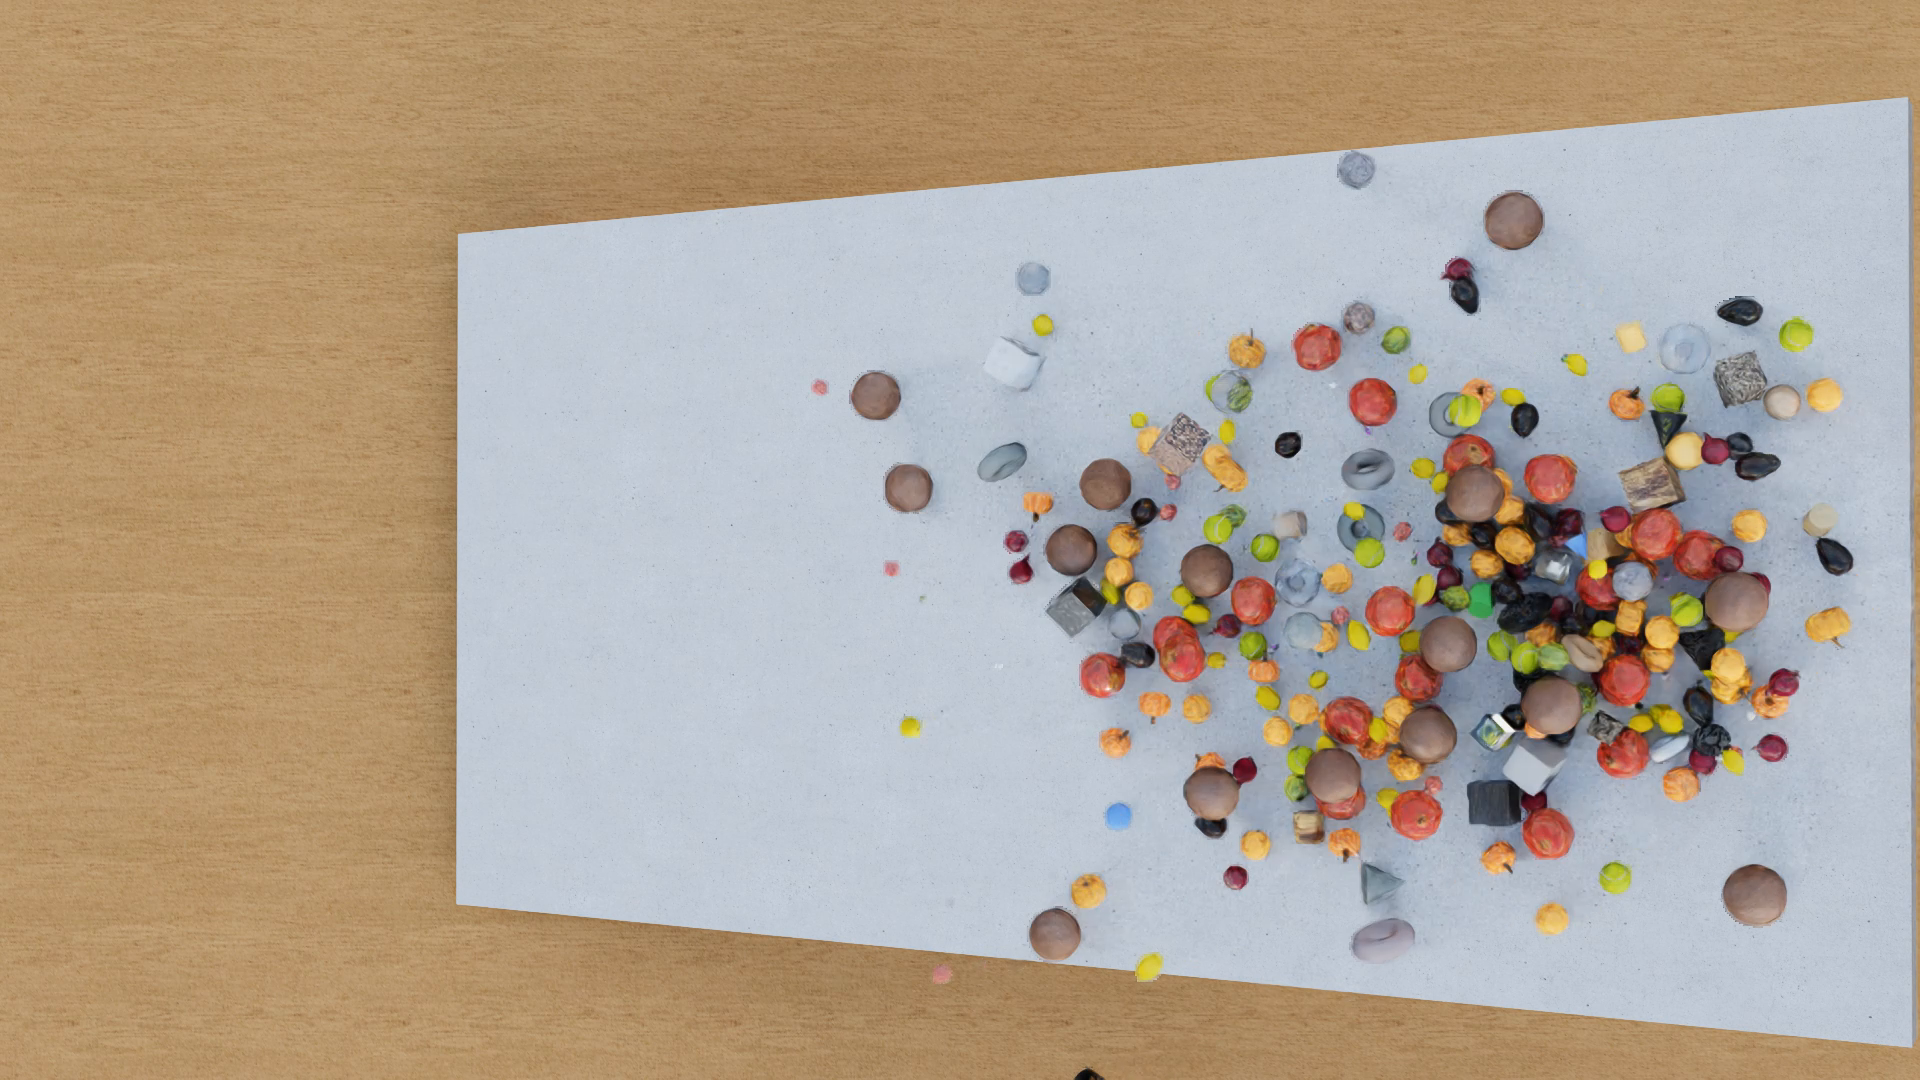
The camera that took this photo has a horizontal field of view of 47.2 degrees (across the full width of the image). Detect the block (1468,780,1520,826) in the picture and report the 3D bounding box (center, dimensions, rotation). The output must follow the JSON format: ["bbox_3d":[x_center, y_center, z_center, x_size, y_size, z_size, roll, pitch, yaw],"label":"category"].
[{"bbox_3d":[1.215,0.598,5.003,0.093,0.093,0.093,-2,88,29],"label":"block"}]

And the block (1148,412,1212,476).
[{"bbox_3d":[0.506,-0.219,5.061,0.091,0.091,0.091,37,63,-4],"label":"block"}]

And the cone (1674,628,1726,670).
[{"bbox_3d":[1.590,0.222,4.779,0.098,0.098,0.098,-16,117,-34],"label":"cone"}]

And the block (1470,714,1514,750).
[{"bbox_3d":[1.179,0.426,4.874,0.056,0.056,0.056,49,117,28],"label":"block"}]

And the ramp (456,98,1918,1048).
[{"bbox_3d":[0.273,0.076,5.639,4.000,0.100,2.000,0,89,29],"label":"ramp"}]

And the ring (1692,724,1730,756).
[{"bbox_3d":[1.632,0.435,4.775,0.079,0.026,0.079,-15,49,18],"label":"ring"}]

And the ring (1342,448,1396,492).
[{"bbox_3d":[0.952,-0.164,5.133,0.126,0.126,0.042,-21,130,0],"label":"ring"}]

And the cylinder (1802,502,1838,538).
[{"bbox_3d":[1.829,-0.042,4.677,0.059,0.059,0.059,-1,72,5],"label":"cylinder"}]

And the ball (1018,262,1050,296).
[{"bbox_3d":[0.187,-0.665,5.590,0.083,0.083,0.083,0,89,0],"label":"ball"}]

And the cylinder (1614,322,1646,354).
[{"bbox_3d":[1.475,-0.446,4.837,0.052,0.052,0.052,-29,102,0],"label":"cylinder"}]

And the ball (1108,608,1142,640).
[{"bbox_3d":[0.409,0.209,5.459,0.081,0.081,0.081,0,89,0],"label":"ball"}]

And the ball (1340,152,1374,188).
[{"bbox_3d":[0.934,-0.871,5.179,0.081,0.081,0.081,0,89,0],"label":"ball"}]

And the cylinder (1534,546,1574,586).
[{"bbox_3d":[1.336,0.058,4.945,0.070,0.070,0.070,21,89,16],"label":"cylinder"}]

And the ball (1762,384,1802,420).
[{"bbox_3d":[1.763,-0.295,4.717,0.078,0.078,0.078,0,89,0],"label":"ball"}]

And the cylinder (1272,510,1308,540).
[{"bbox_3d":[0.789,-0.035,5.260,0.065,0.065,0.065,-10,89,30],"label":"cylinder"}]

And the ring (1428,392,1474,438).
[{"bbox_3d":[1.137,-0.289,5.087,0.109,0.036,0.109,-3,84,29],"label":"ring"}]

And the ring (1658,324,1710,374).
[{"bbox_3d":[1.593,-0.419,4.836,0.111,0.037,0.111,-1,88,28],"label":"ring"}]

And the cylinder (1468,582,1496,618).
[{"bbox_3d":[1.193,0.138,5.027,0.057,0.057,0.057,16,55,0],"label":"cylinder"}]

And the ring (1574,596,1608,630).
[{"bbox_3d":[1.416,0.163,4.934,0.075,0.025,0.075,-2,87,33],"label":"ring"}]

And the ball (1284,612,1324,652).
[{"bbox_3d":[0.797,0.212,5.101,0.091,0.091,0.091,0,89,0],"label":"ball"}]

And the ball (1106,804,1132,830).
[{"bbox_3d":[0.396,0.687,5.471,0.065,0.065,0.065,0,89,0],"label":"ball"}]

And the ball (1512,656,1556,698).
[{"bbox_3d":[1.295,0.309,4.959,0.096,0.096,0.096,0,89,0],"label":"ball"}]

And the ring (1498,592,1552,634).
[{"bbox_3d":[1.265,0.163,4.923,0.131,0.131,0.044,-34,101,0],"label":"ring"}]

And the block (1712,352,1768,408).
[{"bbox_3d":[1.680,-0.345,4.738,0.079,0.079,0.079,-14,65,3],"label":"block"}]

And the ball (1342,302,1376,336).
[{"bbox_3d":[0.939,-0.520,5.176,0.077,0.077,0.077,0,89,0],"label":"ball"}]

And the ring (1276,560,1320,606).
[{"bbox_3d":[0.808,0.102,5.265,0.112,0.037,0.112,1,91,30],"label":"ring"}]

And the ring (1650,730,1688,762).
[{"bbox_3d":[1.552,0.450,4.812,0.094,0.094,0.031,-36,89,0],"label":"ring"}]

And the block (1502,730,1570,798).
[{"bbox_3d":[1.293,0.503,4.947,0.090,0.090,0.090,40,130,23],"label":"block"}]

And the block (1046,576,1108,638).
[{"bbox_3d":[0.290,0.166,5.451,0.093,0.093,0.093,47,122,-4],"label":"block"}]

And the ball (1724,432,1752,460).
[{"bbox_3d":[1.687,-0.203,4.768,0.060,0.060,0.060,0,89,0],"label":"ball"}]

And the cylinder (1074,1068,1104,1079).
[{"bbox_3d":[0.353,1.458,5.800,0.091,0.091,0.091,-15,116,-34],"label":"cylinder"}]

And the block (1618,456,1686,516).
[{"bbox_3d":[1.523,-0.118,4.835,0.100,0.100,0.100,-23,79,27],"label":"block"}]

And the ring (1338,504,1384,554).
[{"bbox_3d":[0.946,-0.026,5.189,0.115,0.038,0.115,0,89,29],"label":"ring"}]

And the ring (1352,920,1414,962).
[{"bbox_3d":[0.982,0.929,5.097,0.150,0.150,0.050,-21,102,0],"label":"ring"}]

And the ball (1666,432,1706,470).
[{"bbox_3d":[1.584,-0.194,4.800,0.086,0.086,0.086,0,89,0],"label":"ball"}]

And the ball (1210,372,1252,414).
[{"bbox_3d":[0.650,-0.350,5.256,0.100,0.100,0.100,0,89,0],"label":"ball"}]

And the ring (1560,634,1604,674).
[{"bbox_3d":[1.366,0.249,4.829,0.106,0.106,0.035,33,122,0],"label":"ring"}]

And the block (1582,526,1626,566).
[{"bbox_3d":[1.420,0.013,4.878,0.068,0.068,0.068,-6,76,-43],"label":"block"}]

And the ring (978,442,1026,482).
[{"bbox_3d":[0.108,-0.197,5.596,0.139,0.139,0.046,-30,72,0],"label":"ring"}]

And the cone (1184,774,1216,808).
[{"bbox_3d":[0.564,0.621,5.360,0.087,0.087,0.087,5,98,32],"label":"cone"}]

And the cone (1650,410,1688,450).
[{"bbox_3d":[1.537,-0.235,4.788,0.083,0.083,0.083,8,94,0],"label":"cone"}]

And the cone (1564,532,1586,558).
[{"bbox_3d":[1.369,0.020,4.847,0.054,0.054,0.054,-30,96,0],"label":"cone"}]

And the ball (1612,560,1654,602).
[{"bbox_3d":[1.459,0.089,4.771,0.088,0.088,0.088,0,89,0],"label":"ball"}]

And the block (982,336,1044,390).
[{"bbox_3d":[0.135,-0.450,5.604,0.095,0.095,0.095,36,105,26],"label":"block"}]

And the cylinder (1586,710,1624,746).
[{"bbox_3d":[1.402,0.409,4.778,0.057,0.057,0.057,33,89,23],"label":"cylinder"}]
